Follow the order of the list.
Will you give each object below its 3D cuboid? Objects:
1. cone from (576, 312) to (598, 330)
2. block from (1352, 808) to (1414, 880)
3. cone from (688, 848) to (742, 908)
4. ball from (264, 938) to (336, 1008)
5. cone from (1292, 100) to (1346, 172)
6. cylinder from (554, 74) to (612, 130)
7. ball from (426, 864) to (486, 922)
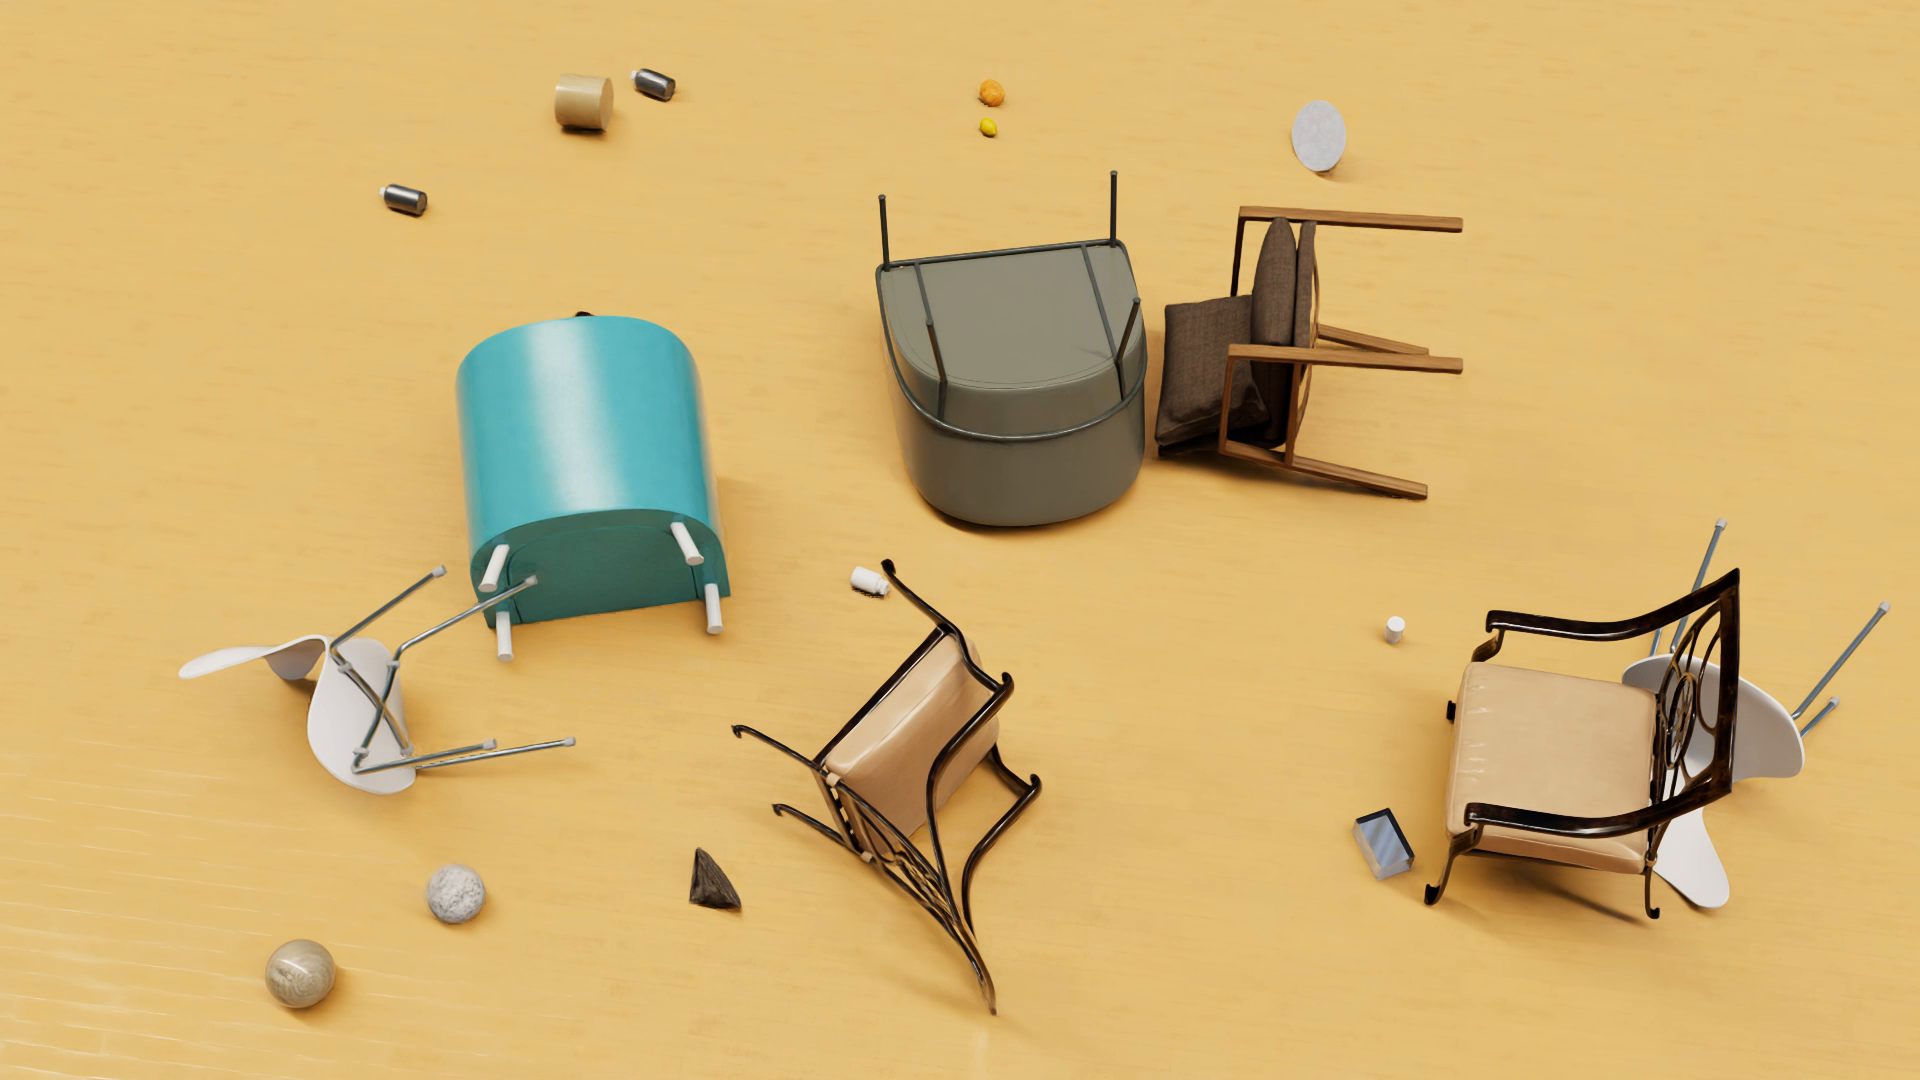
[{"bbox_3d":[-1.180,-0.713,7.037,0.084,0.056,0.058,27,33,5],"label":"cone"},{"bbox_3d":[1.148,0.826,5.972,0.102,0.080,0.156,-17,58,-11],"label":"block"},{"bbox_3d":[-0.689,0.942,5.911,0.111,0.115,0.208,-42,66,7],"label":"cone"},{"bbox_3d":[-1.714,1.125,5.712,0.177,0.177,0.177,0,56,0],"label":"ball"},{"bbox_3d":[1.259,-1.355,7.430,0.152,0.213,0.247,0,62,-44],"label":"cone"},{"bbox_3d":[-1.278,-1.488,7.472,0.156,0.172,0.162,8,12,5],"label":"cylinder"},{"bbox_3d":[-1.343,0.938,5.851,0.155,0.155,0.155,0,56,0],"label":"ball"}]
